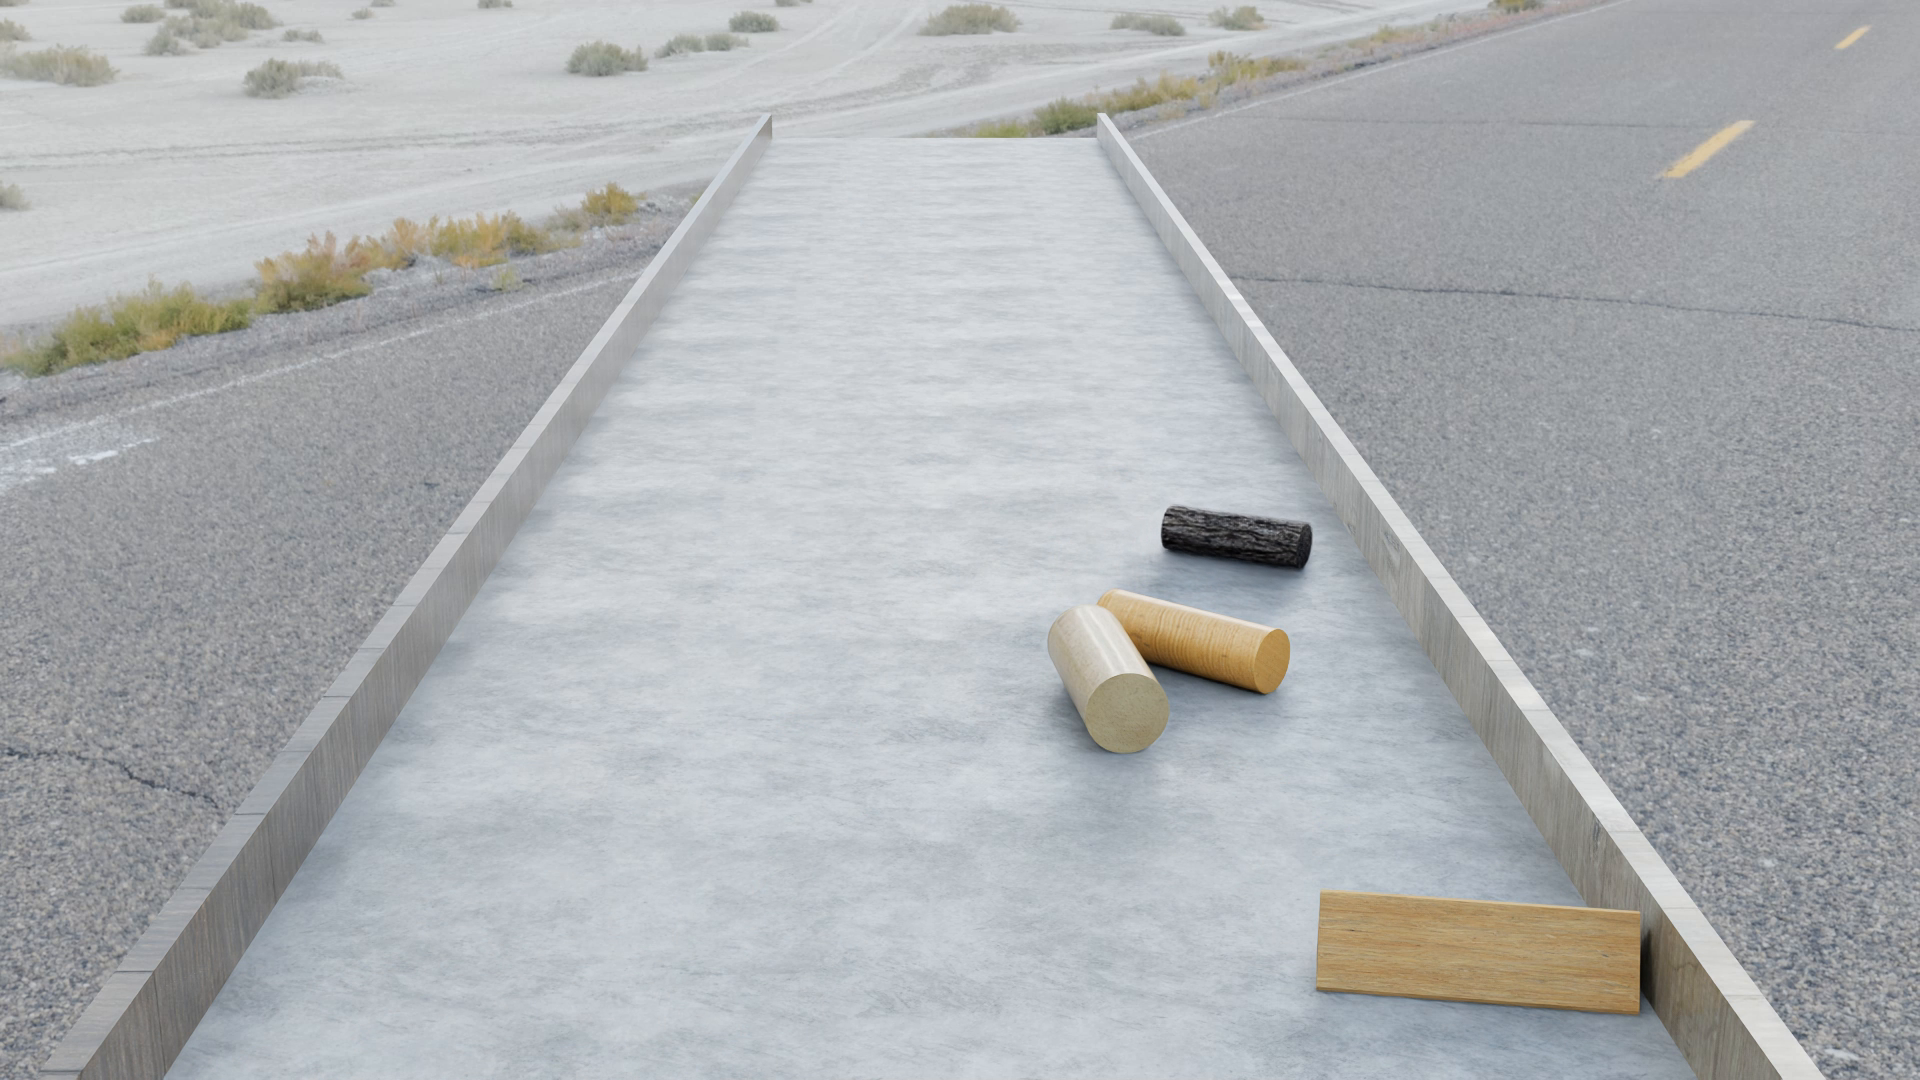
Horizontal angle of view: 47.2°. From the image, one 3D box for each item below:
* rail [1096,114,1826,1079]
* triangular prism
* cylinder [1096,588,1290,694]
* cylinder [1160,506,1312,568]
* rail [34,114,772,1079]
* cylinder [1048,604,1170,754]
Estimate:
[{"bbox_3d":[0.932,-0.844,7.801,0.050,0.150,12.000,0,17,-1],"label":"rail"},{"bbox_3d":[0.728,0.564,3.106,0.438,0.120,0.139,3,16,9],"label":"triangular prism"},{"bbox_3d":[0.452,0.197,4.343,0.389,0.128,0.128,14,21,39],"label":"cylinder"},{"bbox_3d":[0.637,-0.008,5.074,0.331,0.103,0.103,8,19,26],"label":"cylinder"},{"bbox_3d":[-1.118,-0.838,7.780,0.050,0.150,12.000,0,17,-1],"label":"rail"},{"bbox_3d":[0.272,0.253,4.107,0.153,0.153,0.394,-2,17,-7],"label":"cylinder"}]
